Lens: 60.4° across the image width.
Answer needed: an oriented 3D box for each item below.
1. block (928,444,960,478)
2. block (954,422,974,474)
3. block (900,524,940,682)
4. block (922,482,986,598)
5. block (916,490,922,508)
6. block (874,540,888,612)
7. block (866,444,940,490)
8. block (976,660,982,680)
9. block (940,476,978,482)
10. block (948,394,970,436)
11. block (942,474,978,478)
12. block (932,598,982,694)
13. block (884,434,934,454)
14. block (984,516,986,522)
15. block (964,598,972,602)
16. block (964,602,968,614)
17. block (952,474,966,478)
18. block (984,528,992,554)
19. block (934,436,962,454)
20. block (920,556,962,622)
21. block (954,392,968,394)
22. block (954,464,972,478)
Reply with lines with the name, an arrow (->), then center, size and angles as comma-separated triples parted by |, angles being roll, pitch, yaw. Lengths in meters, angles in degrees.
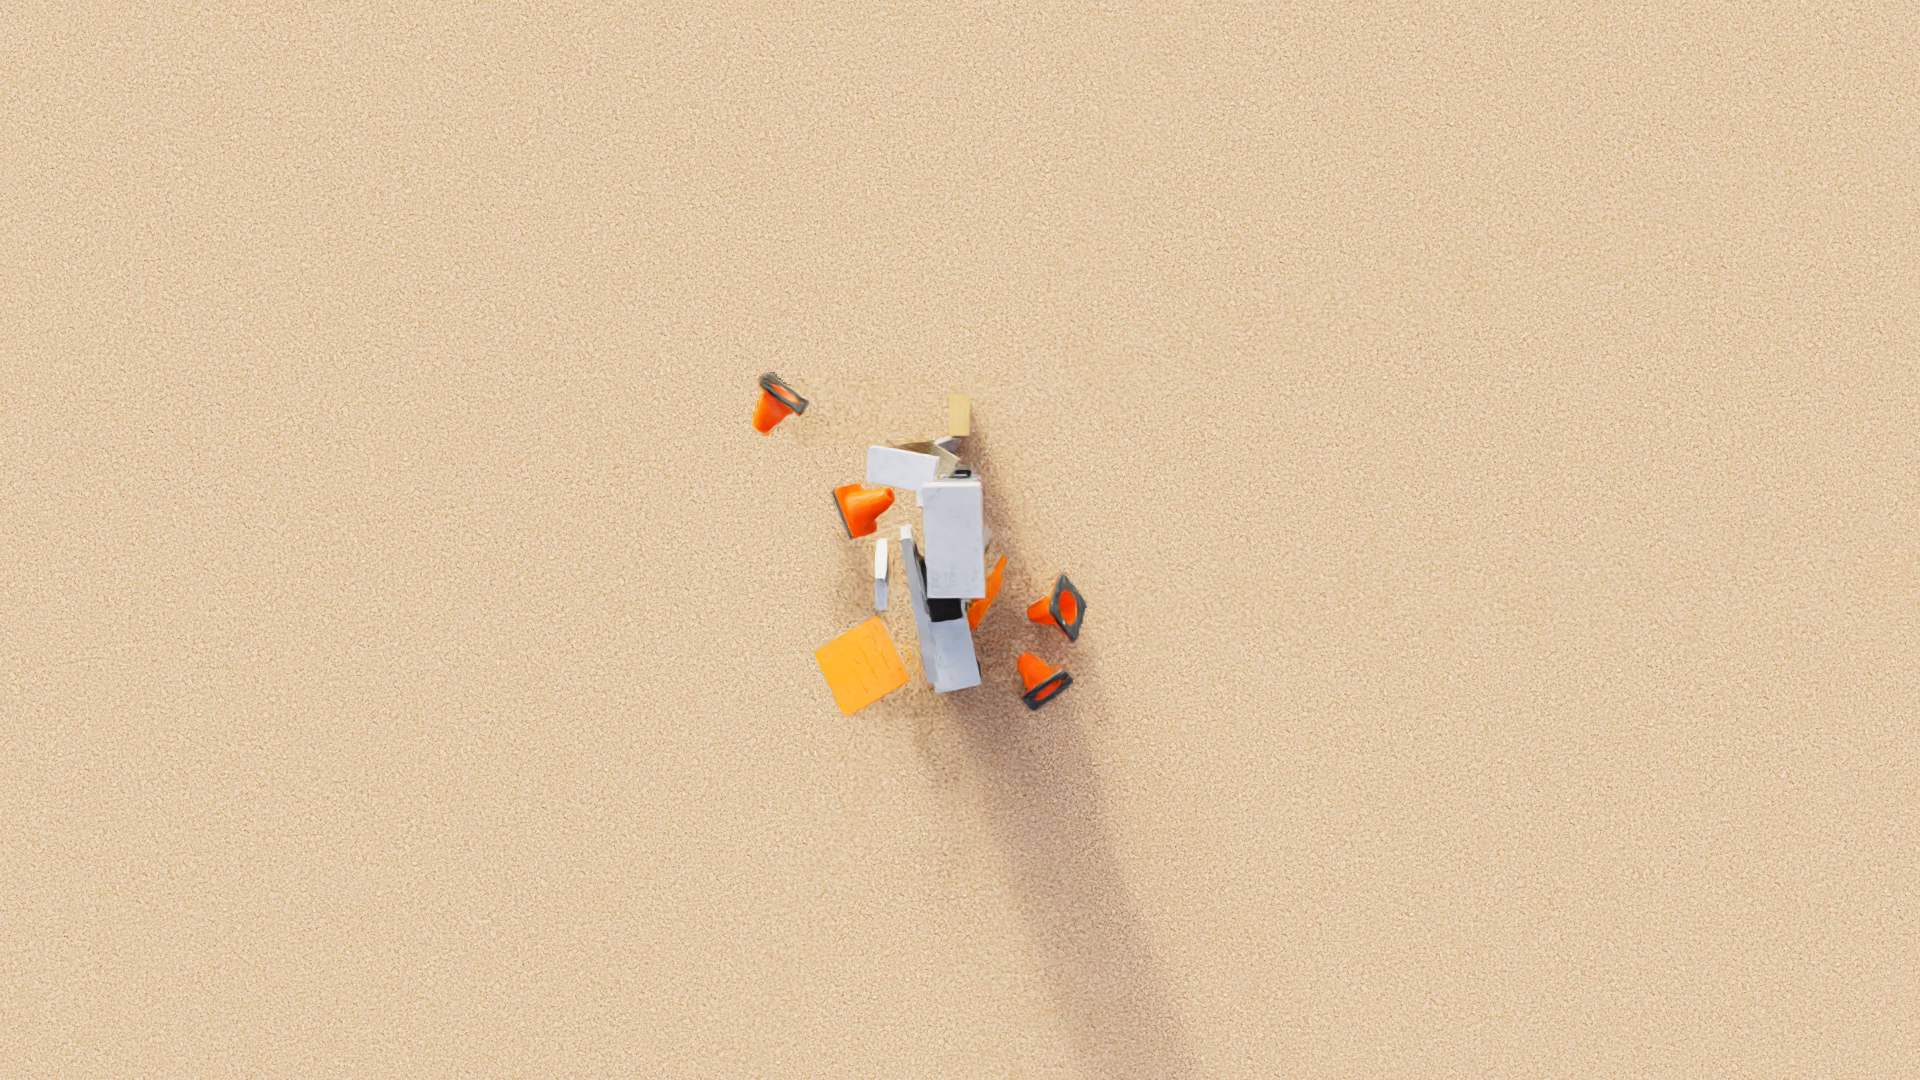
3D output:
block -> -0.066, -0.251, 5.087 | 0.131, 0.019, 0.066 | 33, 112, 23
block -> 0.001, -0.295, 5.325 | 0.081, 0.023, 0.163 | -1, 90, 0
block -> -0.121, 0.196, 5.032 | 0.033, 0.115, 0.476 | -9, 110, 5
block -> -0.015, 0.001, 4.596 | 0.162, 0.046, 0.323 | 0, 107, 8
block -> -0.028, -0.113, 4.839 | 0.162, 0.467, 0.046 | -1, 89, 3
block -> -0.236, 0.104, 4.971 | 0.033, 0.230, 0.115 | -1, 119, -1
block -> -0.170, -0.210, 4.886 | 0.214, 0.030, 0.107 | 11, 108, 20
block -> -0.007, 0.427, 5.355 | 0.145, 0.291, 0.041 | -4, 90, 0
block -> -0.005, -0.167, 5.001 | 0.107, 0.257, 0.030 | 2, 96, 4
block -> -0.003, -0.392, 5.176 | 0.064, 0.018, 0.129 | 0, 89, 0
block -> -0.001, -0.092, 5.253 | 0.115, 0.033, 0.230 | 0, 90, 0
block -> -0.034, 0.325, 5.187 | 0.145, 0.041, 0.291 | -12, 90, 1
block -> -0.171, -0.260, 5.010 | 0.030, 0.214, 0.107 | 39, 116, 24
block -> 0.008, 0.027, 4.952 | 0.108, 0.030, 0.215 | 9, 87, 1
block -> -0.004, 0.119, 5.329 | 0.079, 0.022, 0.158 | -1, 90, 1
block -> -0.052, 0.234, 5.353 | 0.145, 0.291, 0.041 | -13, 90, 1
block -> -0.001, -0.159, 5.137 | 0.047, 0.013, 0.094 | -3, 91, 3
block -> 0.009, -0.018, 4.777 | 0.162, 0.323, 0.046 | 19, 85, 2
block -> -0.051, -0.293, 5.206 | 0.019, 0.208, 0.066 | 32, 111, 14
block -> -0.061, 0.149, 5.105 | 0.108, 0.030, 0.215 | -8, 115, 4
block -> 0.004, -0.431, 5.392 | 0.050, 0.014, 0.101 | 0, 90, 0
block -> 0.003, -0.208, 5.171 | 0.066, 0.131, 0.019 | 0, 75, 0
